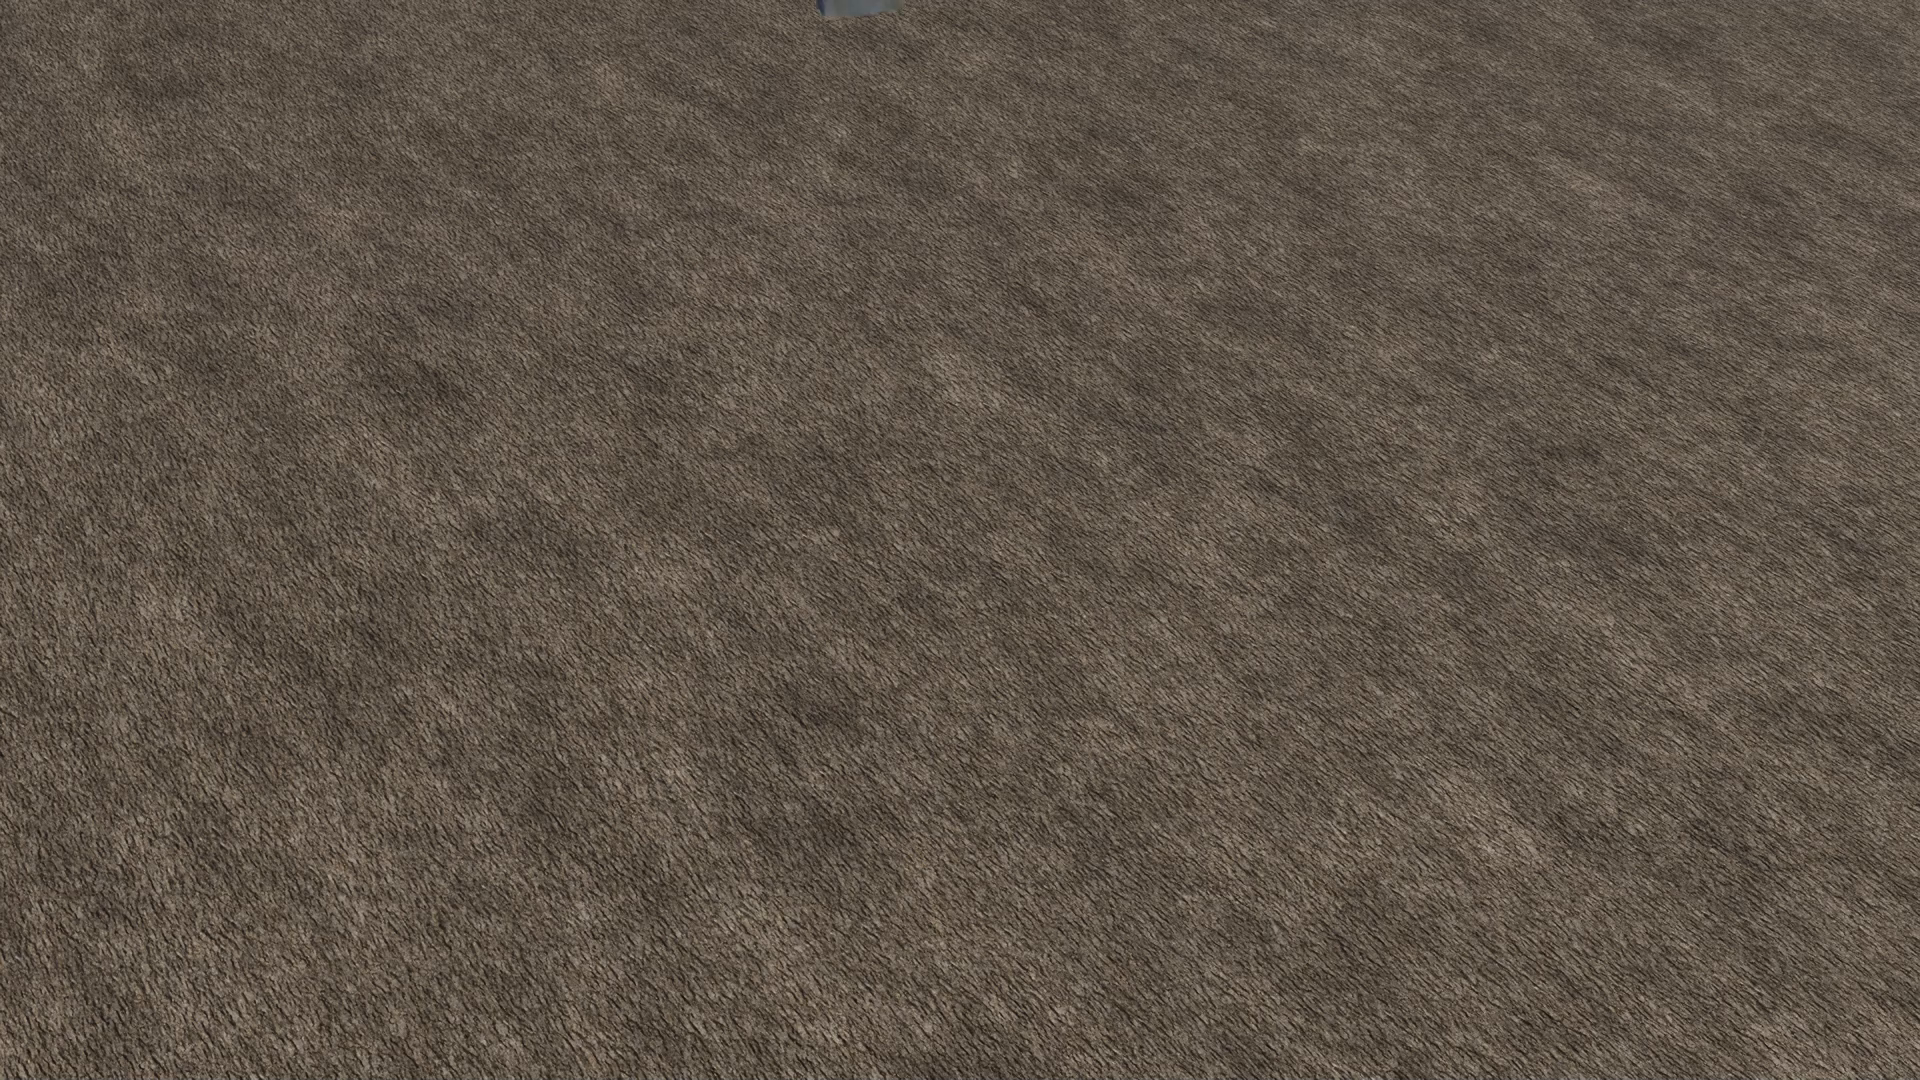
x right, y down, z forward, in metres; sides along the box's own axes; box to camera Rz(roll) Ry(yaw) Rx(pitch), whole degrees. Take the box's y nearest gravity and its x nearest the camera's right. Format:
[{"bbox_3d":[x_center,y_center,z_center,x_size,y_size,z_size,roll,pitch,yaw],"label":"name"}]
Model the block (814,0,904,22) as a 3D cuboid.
[{"bbox_3d":[-0.259,-1.400,7.132,0.199,0.182,0.186,-11,36,-10],"label":"block"}]
